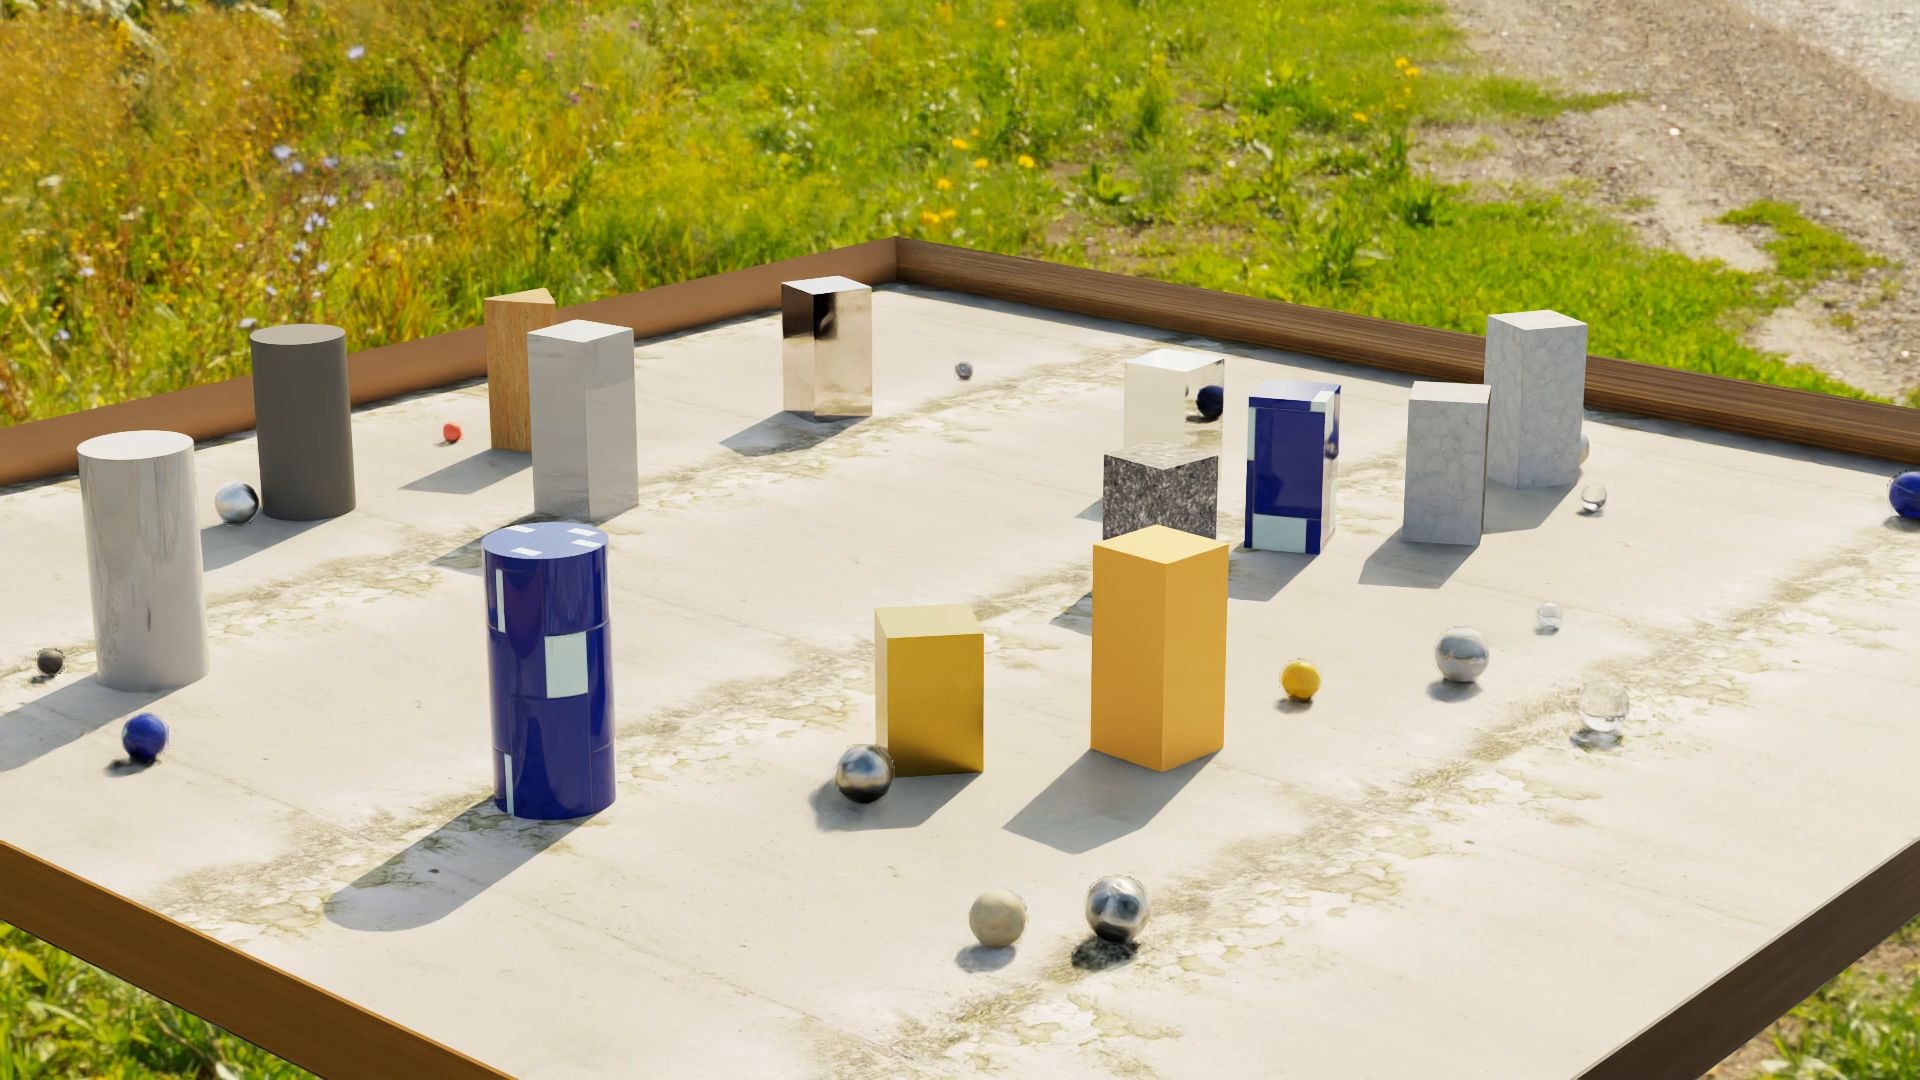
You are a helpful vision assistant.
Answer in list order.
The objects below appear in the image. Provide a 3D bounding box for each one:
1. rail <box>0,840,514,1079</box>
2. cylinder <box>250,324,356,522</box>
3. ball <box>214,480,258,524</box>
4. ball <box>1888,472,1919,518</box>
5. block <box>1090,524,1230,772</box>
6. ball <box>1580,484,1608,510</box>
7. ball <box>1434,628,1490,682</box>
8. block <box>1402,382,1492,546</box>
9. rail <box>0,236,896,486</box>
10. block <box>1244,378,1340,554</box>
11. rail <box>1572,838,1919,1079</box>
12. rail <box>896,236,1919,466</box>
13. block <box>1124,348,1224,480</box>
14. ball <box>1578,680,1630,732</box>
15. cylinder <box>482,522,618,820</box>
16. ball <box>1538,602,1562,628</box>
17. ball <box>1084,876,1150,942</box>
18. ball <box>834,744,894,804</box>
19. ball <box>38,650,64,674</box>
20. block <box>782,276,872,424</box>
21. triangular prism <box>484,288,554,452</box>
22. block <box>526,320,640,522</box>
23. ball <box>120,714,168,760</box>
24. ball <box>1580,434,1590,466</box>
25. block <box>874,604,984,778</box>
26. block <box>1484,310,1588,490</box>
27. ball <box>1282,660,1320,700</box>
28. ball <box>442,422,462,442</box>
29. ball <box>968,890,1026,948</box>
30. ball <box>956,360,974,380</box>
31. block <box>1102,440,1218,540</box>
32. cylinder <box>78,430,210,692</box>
[{"bbox_3d":[-1.213,0.435,3.785,3.701,0.115,0.045,14,22,39],"label":"rail"},{"bbox_3d":[-1.247,-0.225,5.569,0.176,0.341,0.176,0,17,0],"label":"cylinder"},{"bbox_3d":[-1.359,-0.070,5.508,0.082,0.082,0.082,0,17,0],"label":"ball"},{"bbox_3d":[1.801,-0.085,5.545,0.088,0.088,0.088,0,17,0],"label":"ball"},{"bbox_3d":[0.295,0.159,4.344,0.141,0.320,0.141,16,23,42],"label":"block"},{"bbox_3d":[1.212,-0.082,5.602,0.050,0.050,0.050,0,17,0],"label":"ball"},{"bbox_3d":[0.799,0.183,4.664,0.087,0.087,0.087,0,17,0],"label":"ball"},{"bbox_3d":[0.901,-0.143,5.424,0.141,0.269,0.141,4,17,12],"label":"block"},{"bbox_3d":[-1.380,-0.319,6.268,0.045,0.115,3.749,14,22,39],"label":"rail"},{"bbox_3d":[0.609,-0.136,5.373,0.141,0.285,0.141,5,18,17],"label":"block"},{"bbox_3d":[1.380,0.377,3.976,0.045,0.115,3.749,14,22,39],"label":"rail"},{"bbox_3d":[1.213,-0.377,6.459,3.701,0.115,0.045,14,22,39],"label":"rail"},{"bbox_3d":[0.420,-0.234,5.767,0.141,0.245,0.141,12,21,35],"label":"block"},{"bbox_3d":[0.977,0.252,4.451,0.079,0.079,0.079,0,17,0],"label":"ball"},{"bbox_3d":[-0.579,0.184,4.148,0.176,0.384,0.176,0,17,0],"label":"cylinder"},{"bbox_3d":[0.992,0.126,4.931,0.041,0.041,0.041,0,17,0],"label":"ball"},{"bbox_3d":[0.200,0.469,3.726,0.084,0.084,0.084,0,17,0],"label":"ball"},{"bbox_3d":[-0.137,0.333,4.175,0.083,0.083,0.083,0,17,0],"label":"ball"},{"bbox_3d":[-1.459,0.196,4.702,0.040,0.040,0.040,0,17,0],"label":"ball"},{"bbox_3d":[-0.284,-0.408,6.278,0.141,0.281,0.141,-10,20,-30],"label":"block"},{"bbox_3d":[-0.875,-0.351,6.035,0.153,0.313,0.132,5,17,15],"label":"triangular prism"},{"bbox_3d":[-0.715,-0.227,5.567,0.141,0.348,0.141,11,20,33],"label":"block"},{"bbox_3d":[-1.208,0.291,4.342,0.067,0.067,0.067,0,17,0],"label":"ball"},{"bbox_3d":[1.223,-0.182,5.882,0.079,0.079,0.079,0,17,0],"label":"ball"},{"bbox_3d":[-0.046,0.221,4.320,0.141,0.215,0.141,-3,17,-9],"label":"block"},{"bbox_3d":[1.129,-0.277,5.779,0.141,0.321,0.141,-6,18,-20],"label":"block"},{"bbox_3d":[0.534,0.219,4.589,0.061,0.061,0.061,0,17,0],"label":"ball"},{"bbox_3d":[-1.054,-0.225,6.088,0.041,0.041,0.041,0,17,0],"label":"ball"},{"bbox_3d":[0.048,0.479,3.712,0.073,0.073,0.073,0,17,0],"label":"ball"},{"bbox_3d":[0.010,-0.383,6.604,0.042,0.042,0.042,0,17,0],"label":"ball"},{"bbox_3d":[0.350,-0.037,5.136,0.141,0.234,0.141,-15,23,-41],"label":"block"},{"bbox_3d":[-1.295,0.032,4.659,0.176,0.379,0.176,0,17,0],"label":"cylinder"}]
